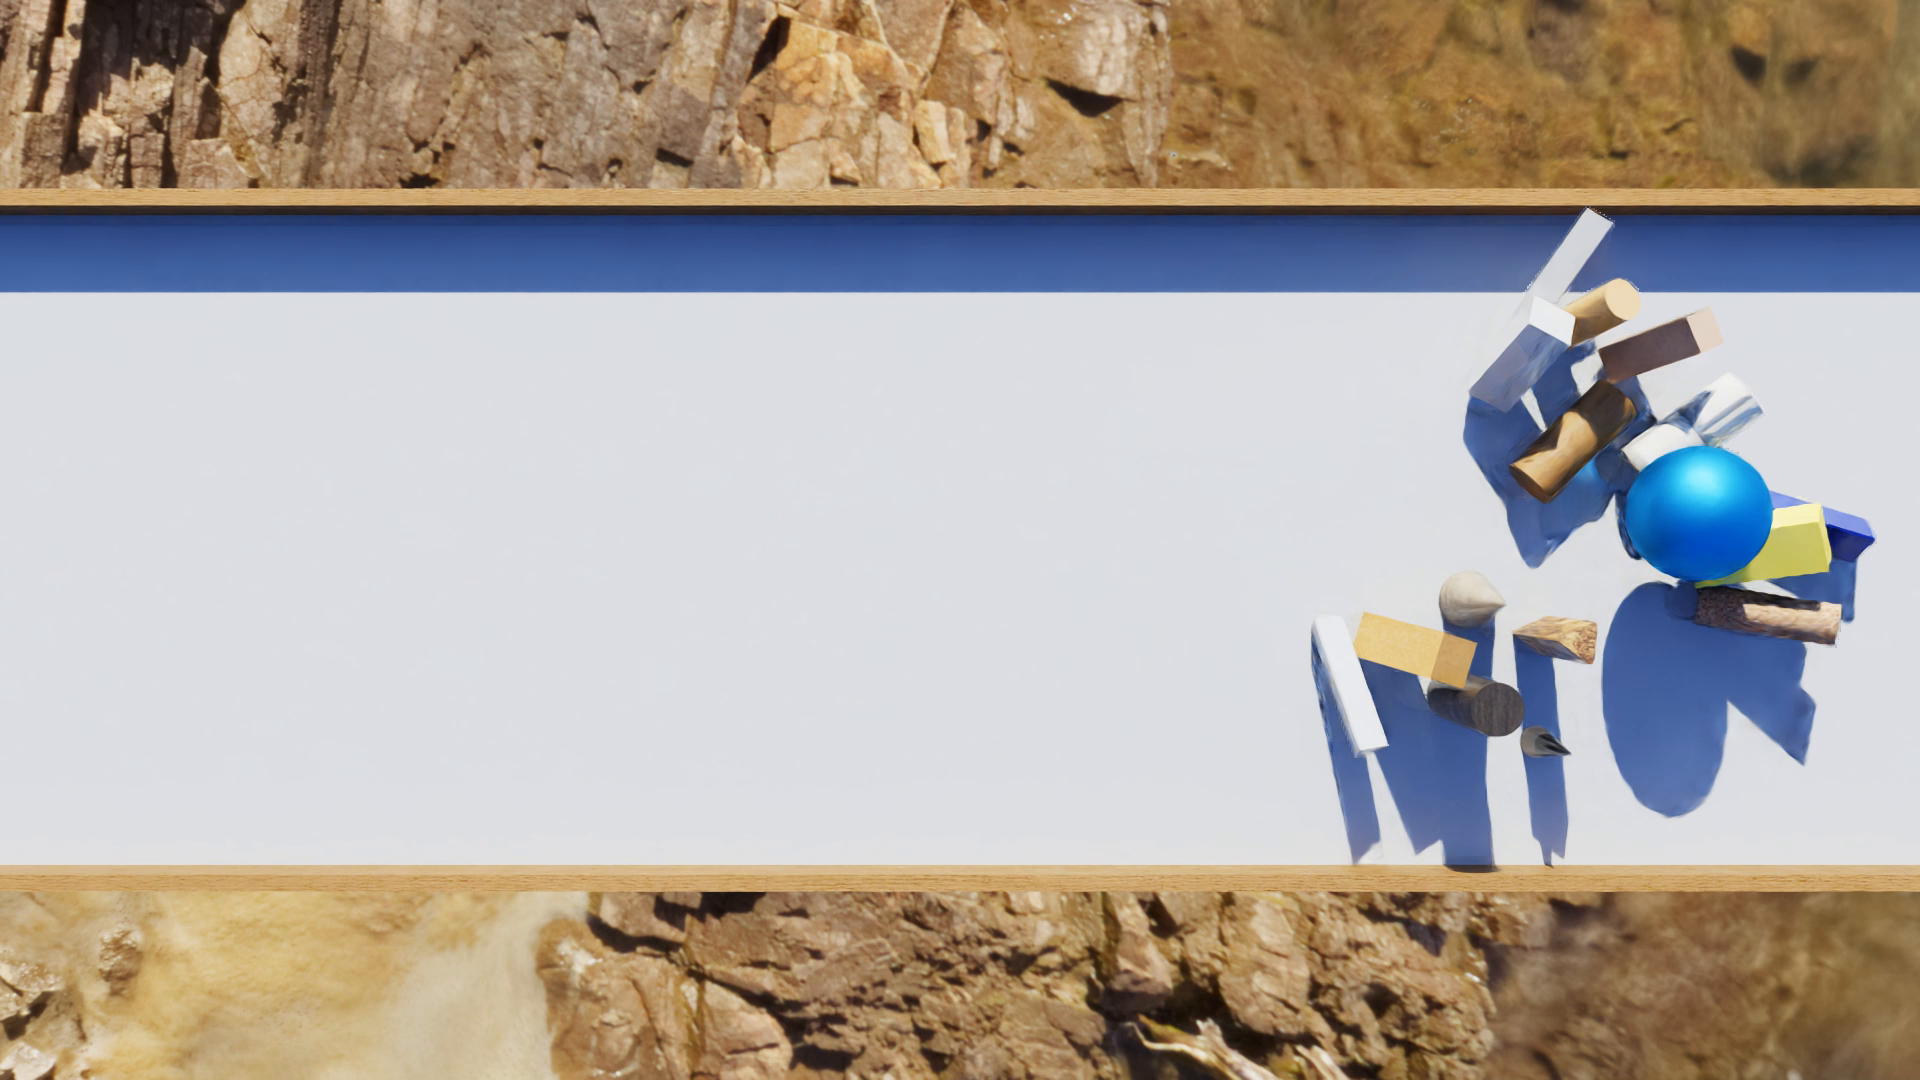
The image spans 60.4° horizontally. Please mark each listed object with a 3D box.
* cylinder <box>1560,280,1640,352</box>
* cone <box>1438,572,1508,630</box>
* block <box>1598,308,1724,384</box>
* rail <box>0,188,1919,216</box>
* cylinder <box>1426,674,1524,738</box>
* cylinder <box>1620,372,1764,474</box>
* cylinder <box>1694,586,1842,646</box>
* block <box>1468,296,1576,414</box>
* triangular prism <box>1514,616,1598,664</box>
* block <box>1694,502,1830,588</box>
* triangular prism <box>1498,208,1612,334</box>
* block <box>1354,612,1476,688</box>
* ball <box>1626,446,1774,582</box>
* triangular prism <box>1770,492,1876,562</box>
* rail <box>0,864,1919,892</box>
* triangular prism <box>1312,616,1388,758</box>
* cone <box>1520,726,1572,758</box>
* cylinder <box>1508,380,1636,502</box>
[{"bbox_3d":[1.844,-0.651,4.893,0.124,0.347,0.124,5,75,-19],"label":"cylinder"},{"bbox_3d":[1.555,0.185,4.870,0.179,0.408,0.179,0,90,2],"label":"cone"},{"bbox_3d":[2.079,-0.576,4.903,0.112,0.332,0.112,-22,90,-28],"label":"block"},{"bbox_3d":[-2.247,-1.025,5.002,12.000,0.150,0.050,0,90,0],"label":"rail"},{"bbox_3d":[1.517,0.478,4.872,0.155,0.404,0.155,0,91,-2],"label":"cylinder"},{"bbox_3d":[2.191,-0.325,4.945,0.372,0.160,0.160,-39,90,17],"label":"cylinder"},{"bbox_3d":[2.416,0.222,4.940,0.380,0.124,0.124,10,90,25],"label":"cylinder"},{"bbox_3d":[1.667,-0.550,4.907,0.136,0.321,0.136,28,50,-2],"label":"block"},{"bbox_3d":[1.779,0.277,4.881,0.121,0.391,0.105,36,90,0],"label":"triangular prism"},{"bbox_3d":[2.368,0.017,4.898,0.361,0.156,0.156,-10,106,32],"label":"block"},{"bbox_3d":[1.797,-0.775,4.951,0.089,0.077,0.438,15,115,-39],"label":"triangular prism"},{"bbox_3d":[1.343,0.324,4.896,0.138,0.337,0.138,17,90,-29],"label":"block"},{"bbox_3d":[2.113,-0.075,4.723,0.388,0.388,0.388,0,90,0],"label":"ball"},{"bbox_3d":[2.561,-0.054,4.991,0.361,0.119,0.138,18,90,7],"label":"triangular prism"},{"bbox_3d":[-2.247,1.025,5.001,12.000,0.150,0.050,0,90,0],"label":"rail"},{"bbox_3d":[1.149,0.434,4.943,0.108,0.093,0.417,-27,68,29],"label":"triangular prism"},{"bbox_3d":[1.773,0.621,4.923,0.101,0.308,0.101,0,90,0],"label":"cone"},{"bbox_3d":[1.856,-0.299,4.998,0.371,0.155,0.155,-44,90,0],"label":"cylinder"}]
